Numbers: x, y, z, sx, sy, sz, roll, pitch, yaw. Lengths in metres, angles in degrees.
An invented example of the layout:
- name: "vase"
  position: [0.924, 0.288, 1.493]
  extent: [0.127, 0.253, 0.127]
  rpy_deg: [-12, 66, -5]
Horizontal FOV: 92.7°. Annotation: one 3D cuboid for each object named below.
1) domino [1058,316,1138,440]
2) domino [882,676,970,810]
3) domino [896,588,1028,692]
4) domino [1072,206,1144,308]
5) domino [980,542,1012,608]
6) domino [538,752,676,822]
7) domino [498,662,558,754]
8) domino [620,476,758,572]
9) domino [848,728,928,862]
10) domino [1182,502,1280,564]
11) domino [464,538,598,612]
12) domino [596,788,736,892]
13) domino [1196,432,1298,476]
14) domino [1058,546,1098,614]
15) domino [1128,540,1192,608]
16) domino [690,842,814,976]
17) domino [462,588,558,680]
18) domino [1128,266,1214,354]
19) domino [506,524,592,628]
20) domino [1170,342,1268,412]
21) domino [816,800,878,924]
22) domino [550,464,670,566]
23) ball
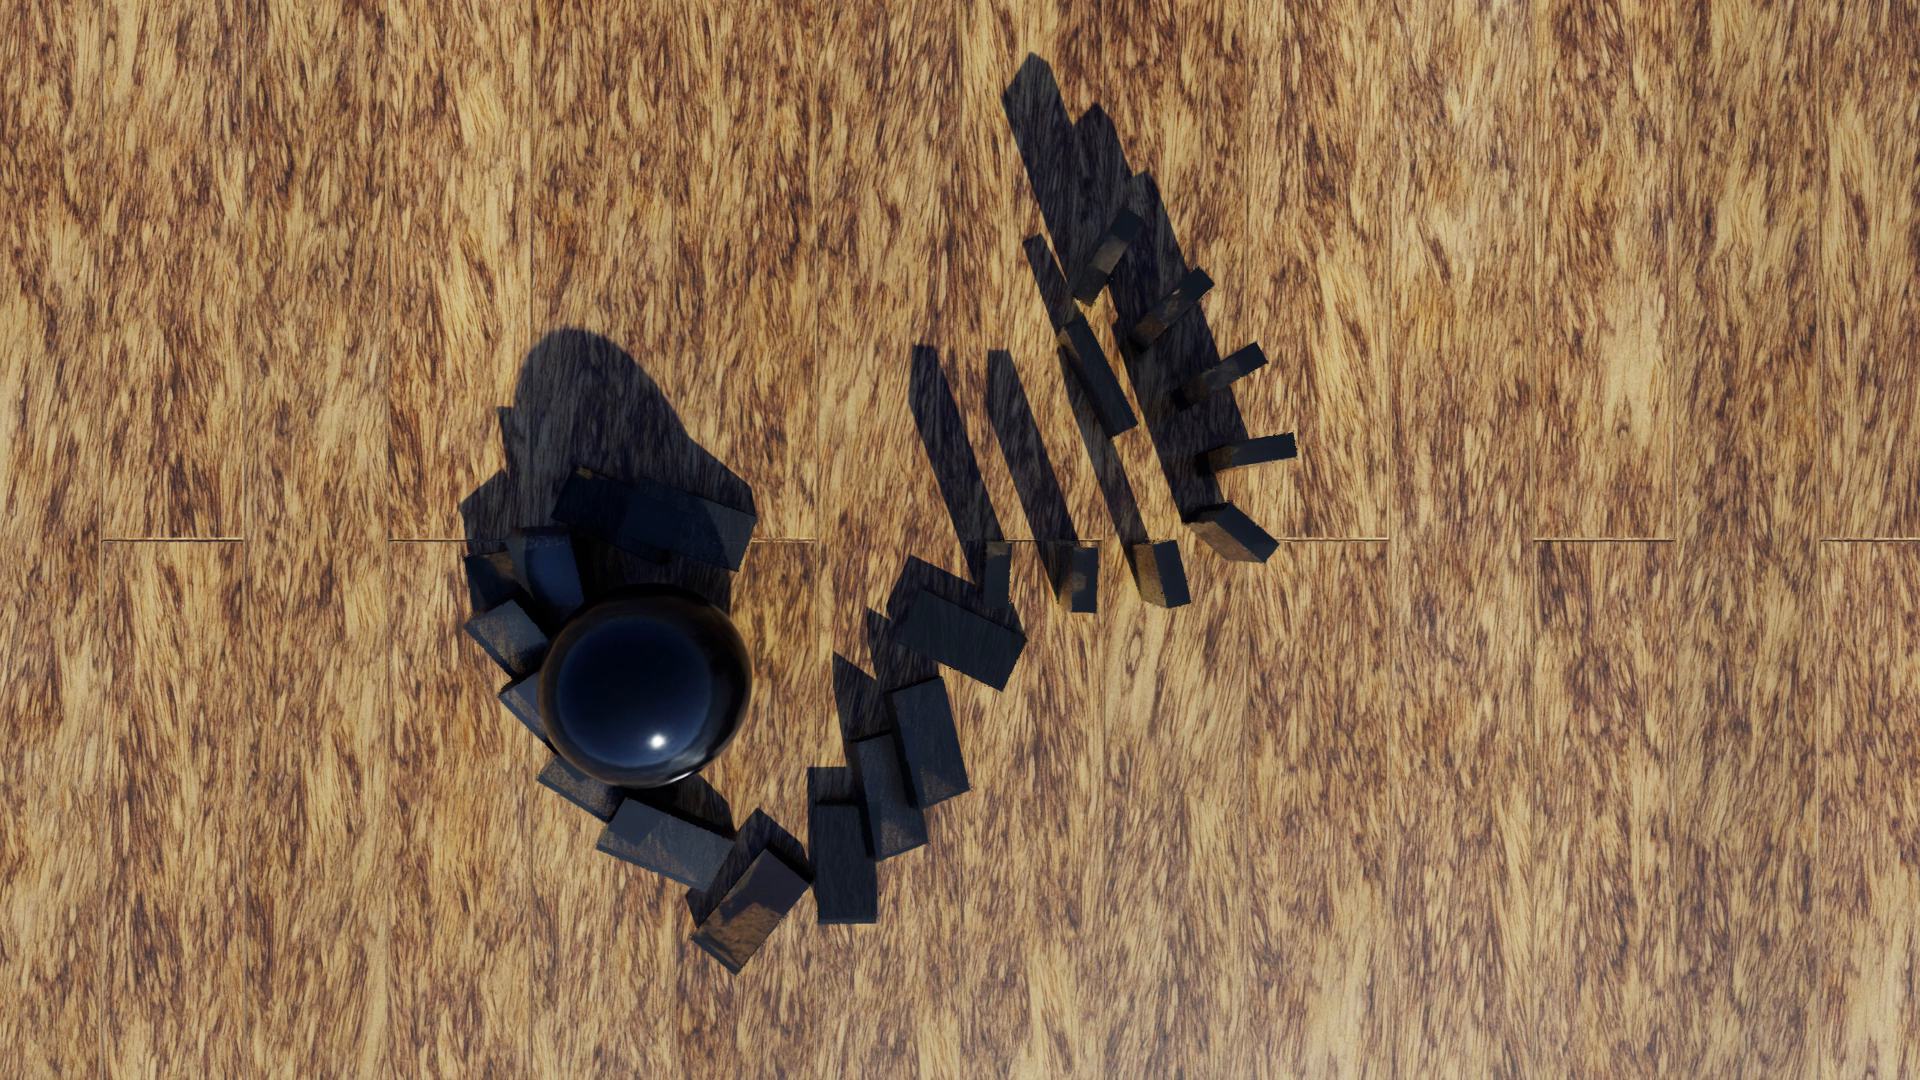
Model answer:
- name: "domino"
  position: [0.058, -0.068, 0.388]
  extent: [0.009, 0.025, 0.050]
  rpy_deg: [-27, 90, 0]
- name: "domino"
  position: [-0.014, 0.086, 0.390]
  extent: [0.025, 0.010, 0.050]
  rpy_deg: [-14, 90, -30]
- name: "domino"
  position: [0.001, 0.043, 0.395]
  extent: [0.050, 0.010, 0.025]
  rpy_deg: [25, 90, 0]
- name: "domino"
  position: [0.060, -0.114, 0.375]
  extent: [0.009, 0.050, 0.025]
  rpy_deg: [32, 90, 0]
- name: "domino"
  position: [0.014, 0.013, 0.375]
  extent: [0.009, 0.050, 0.025]
  rpy_deg: [4, 90, 0]
- name: "domino"
  position: [-0.148, 0.103, 0.387]
  extent: [0.050, 0.010, 0.025]
  rpy_deg: [41, 90, -20]
- name: "domino"
  position: [-0.166, 0.074, 0.386]
  extent: [0.025, 0.009, 0.050]
  rpy_deg: [-34, 114, 0]
- name: "domino"
  position: [-0.114, -0.007, 0.388]
  extent: [0.050, 0.010, 0.025]
  rpy_deg: [20, 90, -18]
- name: "domino"
  position: [-0.031, 0.107, 0.389]
  extent: [0.025, 0.009, 0.050]
  rpy_deg: [-10, 90, -33]
- name: "domino"
  position: [0.110, -0.003, 0.375]
  extent: [0.025, 0.050, 0.009]
  rpy_deg: [40, 90, 0]
- name: "domino"
  position: [-0.185, 0.016, 0.395]
  extent: [0.050, 0.010, 0.025]
  rpy_deg: [-10, 90, 0]
- name: "domino"
  position: [-0.124, 0.127, 0.388]
  extent: [0.050, 0.009, 0.025]
  rpy_deg: [30, 90, -18]
- name: "domino"
  position: [0.116, -0.035, 0.375]
  extent: [0.025, 0.050, 0.010]
  rpy_deg: [-9, 90, 0]
- name: "domino"
  position: [0.048, 0.015, 0.375]
  extent: [0.009, 0.050, 0.025]
  rpy_deg: [2, 90, 0]
- name: "domino"
  position: [0.081, 0.013, 0.375]
  extent: [0.009, 0.050, 0.025]
  rpy_deg: [-14, 90, 0]
- name: "domino"
  position: [-0.089, 0.159, 0.395]
  extent: [0.025, 0.010, 0.050]
  rpy_deg: [39, 90, 0]
- name: "domino"
  position: [-0.179, 0.047, 0.384]
  extent: [0.025, 0.009, 0.050]
  rpy_deg: [-28, 115, 7]
- name: "domino"
  position: [0.085, -0.093, 0.375]
  extent: [0.025, 0.050, 0.009]
  rpy_deg: [-42, 90, 0]
- name: "domino"
  position: [-0.169, 0.019, 0.382]
  extent: [0.025, 0.010, 0.050]
  rpy_deg: [-3, 116, -3]
- name: "domino"
  position: [0.105, -0.066, 0.375]
  extent: [0.025, 0.050, 0.009]
  rpy_deg: [-29, 90, 0]
- name: "domino"
  position: [-0.049, 0.139, 0.395]
  extent: [0.025, 0.009, 0.050]
  rpy_deg: [-1, 90, 0]
- name: "domino"
  position: [-0.147, -0.011, 0.395]
  extent: [0.050, 0.010, 0.025]
  rpy_deg: [24, 90, 0]
- name: "ball"
  position: [-0.122, 0.057, 0.360]
  extent: [0.080, 0.080, 0.080]
  rpy_deg: [0, 90, 0]
